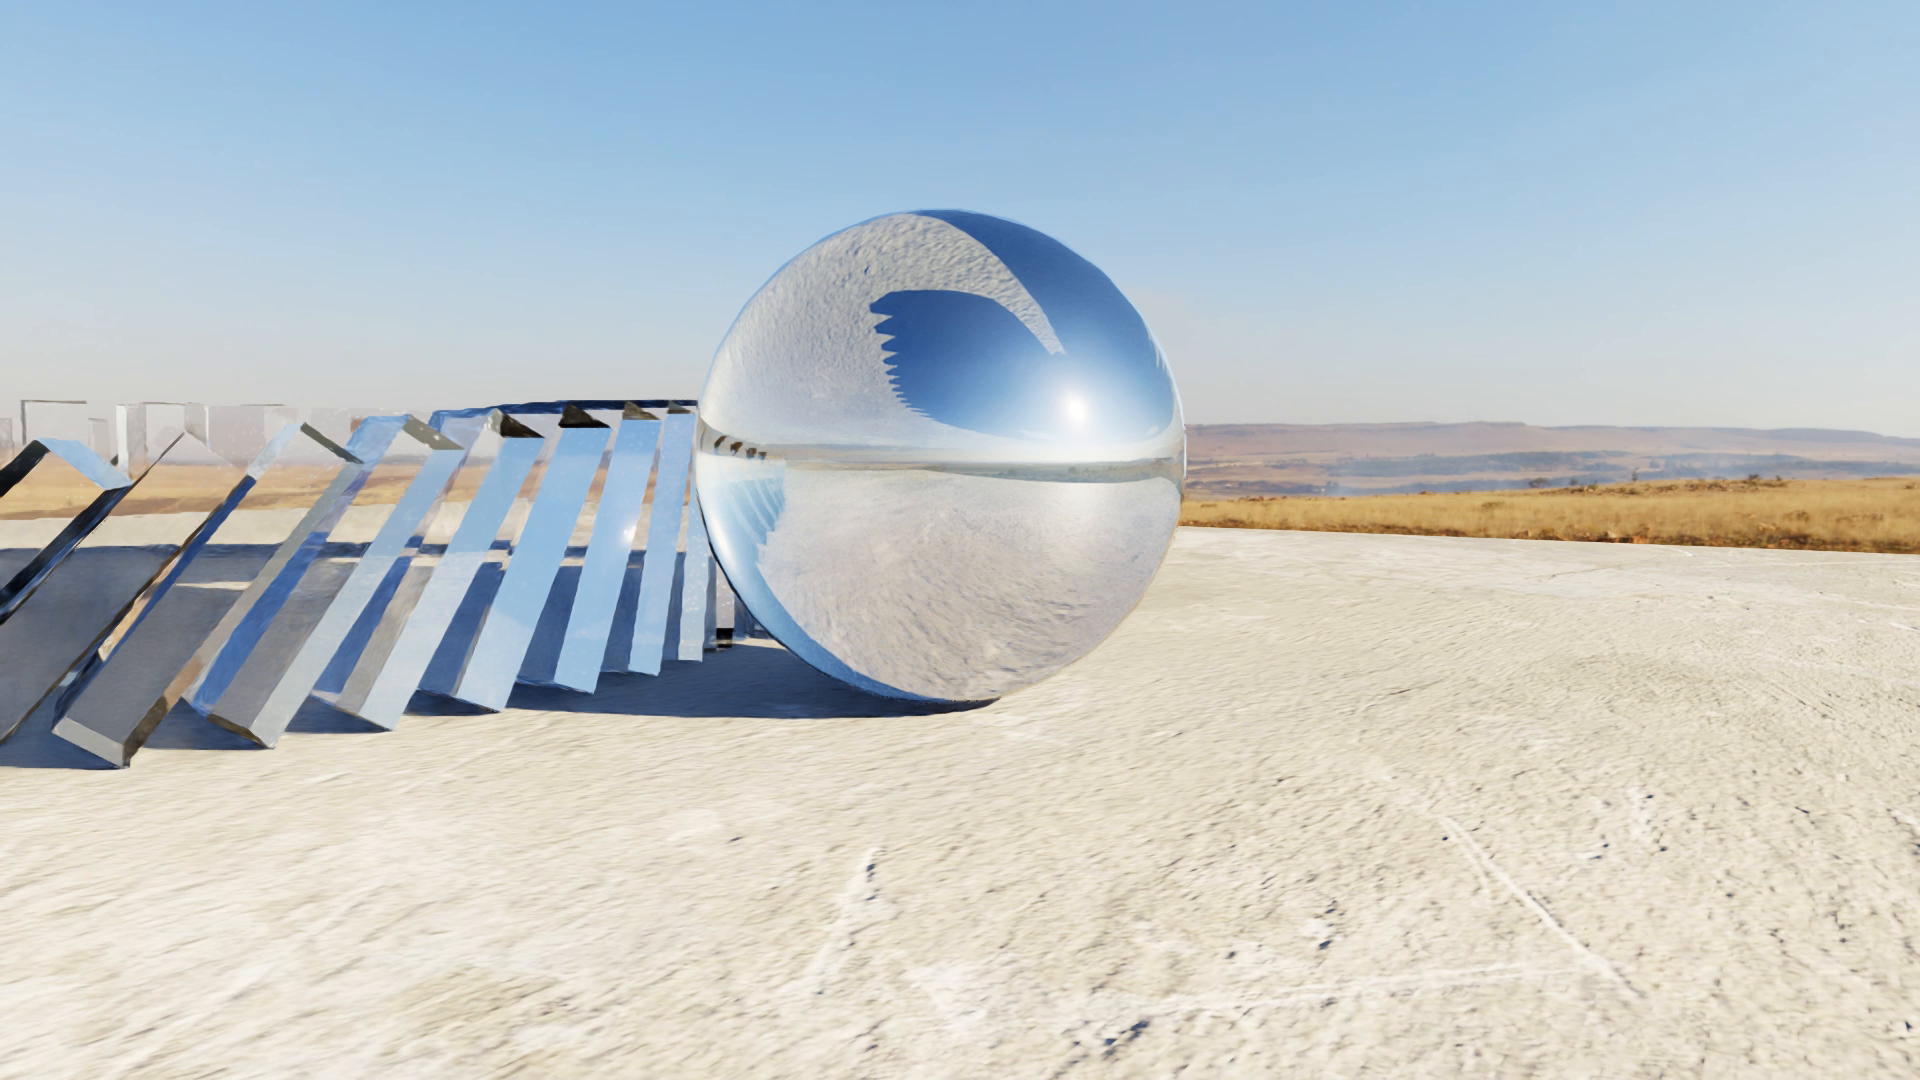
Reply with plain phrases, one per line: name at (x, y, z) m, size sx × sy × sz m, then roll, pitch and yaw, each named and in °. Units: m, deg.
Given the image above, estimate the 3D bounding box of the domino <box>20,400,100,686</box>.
domino at (-0.164, 0.000, 0.235) m, size 0.010 × 0.050 × 0.025 m, roll -3°, pitch 5°, yaw -34°

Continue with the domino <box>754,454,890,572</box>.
domino at (-0.048, -0.010, 0.445) m, size 0.025 × 0.009 × 0.050 m, roll -4°, pitch 44°, yaw -43°

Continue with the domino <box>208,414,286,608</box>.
domino at (-0.192, -0.008, 0.345) m, size 0.010 × 0.050 × 0.025 m, roll -1°, pitch 4°, yaw -12°

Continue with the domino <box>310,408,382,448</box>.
domino at (-0.136, -0.003, 0.272) m, size 0.025 × 0.050 × 0.010 m, roll 1°, pitch 4°, yaw 14°

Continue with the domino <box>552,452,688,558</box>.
domino at (-0.131, -0.014, 0.494) m, size 0.050 × 0.009 × 0.025 m, roll 43°, pitch 19°, yaw 16°

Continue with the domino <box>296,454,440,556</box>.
domino at (-0.227, -0.014, 0.494) m, size 0.050 × 0.009 × 0.025 m, roll 39°, pitch -1°, yaw -8°

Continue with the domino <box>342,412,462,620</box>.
domino at (-0.139, -0.006, 0.319) m, size 0.025 × 0.050 × 0.009 m, roll -2°, pitch 5°, yaw -30°

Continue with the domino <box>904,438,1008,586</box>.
domino at (-0.002, -0.009, 0.395) m, size 0.025 × 0.050 × 0.009 m, roll 0°, pitch -36°, yaw -11°

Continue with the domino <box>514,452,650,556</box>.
domino at (-0.146, -0.014, 0.498) m, size 0.050 × 0.010 × 0.025 m, roll 42°, pitch 15°, yaw 11°

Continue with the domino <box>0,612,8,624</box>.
domino at (-0.178, 0.001, 0.227) m, size 0.009 × 0.050 × 0.025 m, roll -2°, pitch 5°, yaw -24°

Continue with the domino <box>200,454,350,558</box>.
domino at (-0.258, -0.013, 0.484) m, size 0.050 × 0.009 × 0.025 m, roll 39°, pitch -6°, yaw -14°

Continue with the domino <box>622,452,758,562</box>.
domino at (-0.101, -0.013, 0.481) m, size 0.050 × 0.009 × 0.025 m, roll 45°, pitch 25°, yaw 21°

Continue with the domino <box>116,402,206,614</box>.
domino at (-0.152, -0.001, 0.245) m, size 0.009 × 0.050 × 0.025 m, roll -4°, pitch 6°, yaw -43°

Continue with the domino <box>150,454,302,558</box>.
domino at (-0.273, -0.013, 0.479) m, size 0.050 × 0.009 × 0.025 m, roll 40°, pitch -9°, yaw -17°

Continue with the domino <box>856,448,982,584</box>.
domino at (-0.014, -0.009, 0.409) m, size 0.025 × 0.010 × 0.050 m, roll -2°, pitch 48°, yaw -26°

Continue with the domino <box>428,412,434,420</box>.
domino at (-0.134, -0.005, 0.304) m, size 0.025 × 0.050 × 0.009 m, roll -1°, pitch 4°, yaw -8°

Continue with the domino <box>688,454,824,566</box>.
domino at (-0.074, -0.012, 0.464) m, size 0.025 × 0.009 × 0.050 m, roll -5°, pitch 46°, yaw -51°

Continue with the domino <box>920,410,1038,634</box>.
domino at (0.005, -0.004, 0.292) m, size 0.025 × 0.050 × 0.009 m, roll 0°, pitch -16°, yaw 4°

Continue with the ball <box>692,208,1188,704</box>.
ball at (-0.003, -0.013, 0.211) m, size 0.080 × 0.080 × 0.080 m, roll 0°, pitch 4°, yaw 0°

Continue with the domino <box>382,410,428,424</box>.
domino at (-0.133, -0.004, 0.288) m, size 0.025 × 0.050 × 0.009 m, roll 0°, pitch 4°, yaw 4°

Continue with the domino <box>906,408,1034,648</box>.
domino at (0.003, -0.003, 0.272) m, size 0.025 × 0.050 × 0.010 m, roll 0°, pitch -16°, yaw 4°

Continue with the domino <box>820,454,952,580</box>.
domino at (-0.025, -0.009, 0.422) m, size 0.025 × 0.009 × 0.050 m, roll -3°, pitch 45°, yaw -33°

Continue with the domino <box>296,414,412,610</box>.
domino at (-0.161, -0.008, 0.342) m, size 0.009 × 0.050 × 0.025 m, roll 3°, pitch 5°, yaw 33°

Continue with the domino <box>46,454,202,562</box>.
domino at (-0.301, -0.012, 0.463) m, size 0.050 × 0.009 × 0.025 m, roll 41°, pitch -15°, yaw -23°

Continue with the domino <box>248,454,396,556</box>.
domino at (-0.242, -0.014, 0.489) m, size 0.050 × 0.009 × 0.025 m, roll 39°, pitch -4°, yaw -11°

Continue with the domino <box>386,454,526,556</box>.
domino at (-0.195, -0.014, 0.499) m, size 0.050 × 0.009 × 0.025 m, roll 39°, pitch 3°, yaw -3°

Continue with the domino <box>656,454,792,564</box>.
domino at (-0.087, -0.012, 0.473) m, size 0.050 × 0.009 × 0.025 m, roll 46°, pitch 28°, yaw 24°

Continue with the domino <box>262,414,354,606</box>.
domino at (-0.176, -0.008, 0.347) m, size 0.010 × 0.050 × 0.025 m, roll 0°, pitch 4°, yaw 3°

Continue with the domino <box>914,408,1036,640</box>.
domino at (0.004, -0.004, 0.282) m, size 0.025 × 0.050 × 0.009 m, roll 0°, pitch -16°, yaw 4°

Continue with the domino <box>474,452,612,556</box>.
domino at (-0.162, -0.015, 0.500) m, size 0.050 × 0.009 × 0.025 m, roll 41°, pitch 11°, yaw 7°

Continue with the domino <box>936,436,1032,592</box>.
domino at (0.008, -0.009, 0.382) m, size 0.025 × 0.050 × 0.009 m, roll 4°, pitch -37°, yaw 3°

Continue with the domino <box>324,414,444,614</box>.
domino at (-0.148, -0.007, 0.331) m, size 0.025 × 0.050 × 0.009 m, roll -4°, pitch 6°, yaw -44°

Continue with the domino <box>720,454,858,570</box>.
domino at (-0.061, -0.011, 0.455) m, size 0.025 × 0.009 × 0.050 m, roll -5°, pitch 45°, yaw -47°

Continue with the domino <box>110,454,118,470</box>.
domino at (-0.287, -0.012, 0.472) m, size 0.050 × 0.009 × 0.025 m, roll 40°, pitch -11°, yaw -20°

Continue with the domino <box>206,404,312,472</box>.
domino at (-0.141, -0.002, 0.257) m, size 0.025 × 0.050 × 0.010 m, roll 2°, pitch 5°, yaw 29°

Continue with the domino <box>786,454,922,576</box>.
domino at (-0.036, -0.009, 0.434) m, size 0.025 × 0.009 × 0.050 m, roll -3°, pitch 44°, yaw -39°

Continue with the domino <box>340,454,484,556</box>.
domino at (-0.211, -0.014, 0.497) m, size 0.050 × 0.009 × 0.025 m, roll 39°, pitch 1°, yaw -6°

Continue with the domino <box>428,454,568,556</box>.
domino at (-0.179, -0.014, 0.500) m, size 0.050 × 0.009 × 0.025 m, roll 39°, pitch 7°, yaw 1°

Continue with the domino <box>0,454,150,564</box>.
domino at (-0.313, -0.011, 0.453) m, size 0.050 × 0.010 × 0.025 m, roll 43°, pitch -19°, yaw -27°

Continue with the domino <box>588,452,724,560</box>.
domino at (-0.116, -0.014, 0.488) m, size 0.050 × 0.009 × 0.025 m, roll 44°, pitch 22°, yaw 19°
